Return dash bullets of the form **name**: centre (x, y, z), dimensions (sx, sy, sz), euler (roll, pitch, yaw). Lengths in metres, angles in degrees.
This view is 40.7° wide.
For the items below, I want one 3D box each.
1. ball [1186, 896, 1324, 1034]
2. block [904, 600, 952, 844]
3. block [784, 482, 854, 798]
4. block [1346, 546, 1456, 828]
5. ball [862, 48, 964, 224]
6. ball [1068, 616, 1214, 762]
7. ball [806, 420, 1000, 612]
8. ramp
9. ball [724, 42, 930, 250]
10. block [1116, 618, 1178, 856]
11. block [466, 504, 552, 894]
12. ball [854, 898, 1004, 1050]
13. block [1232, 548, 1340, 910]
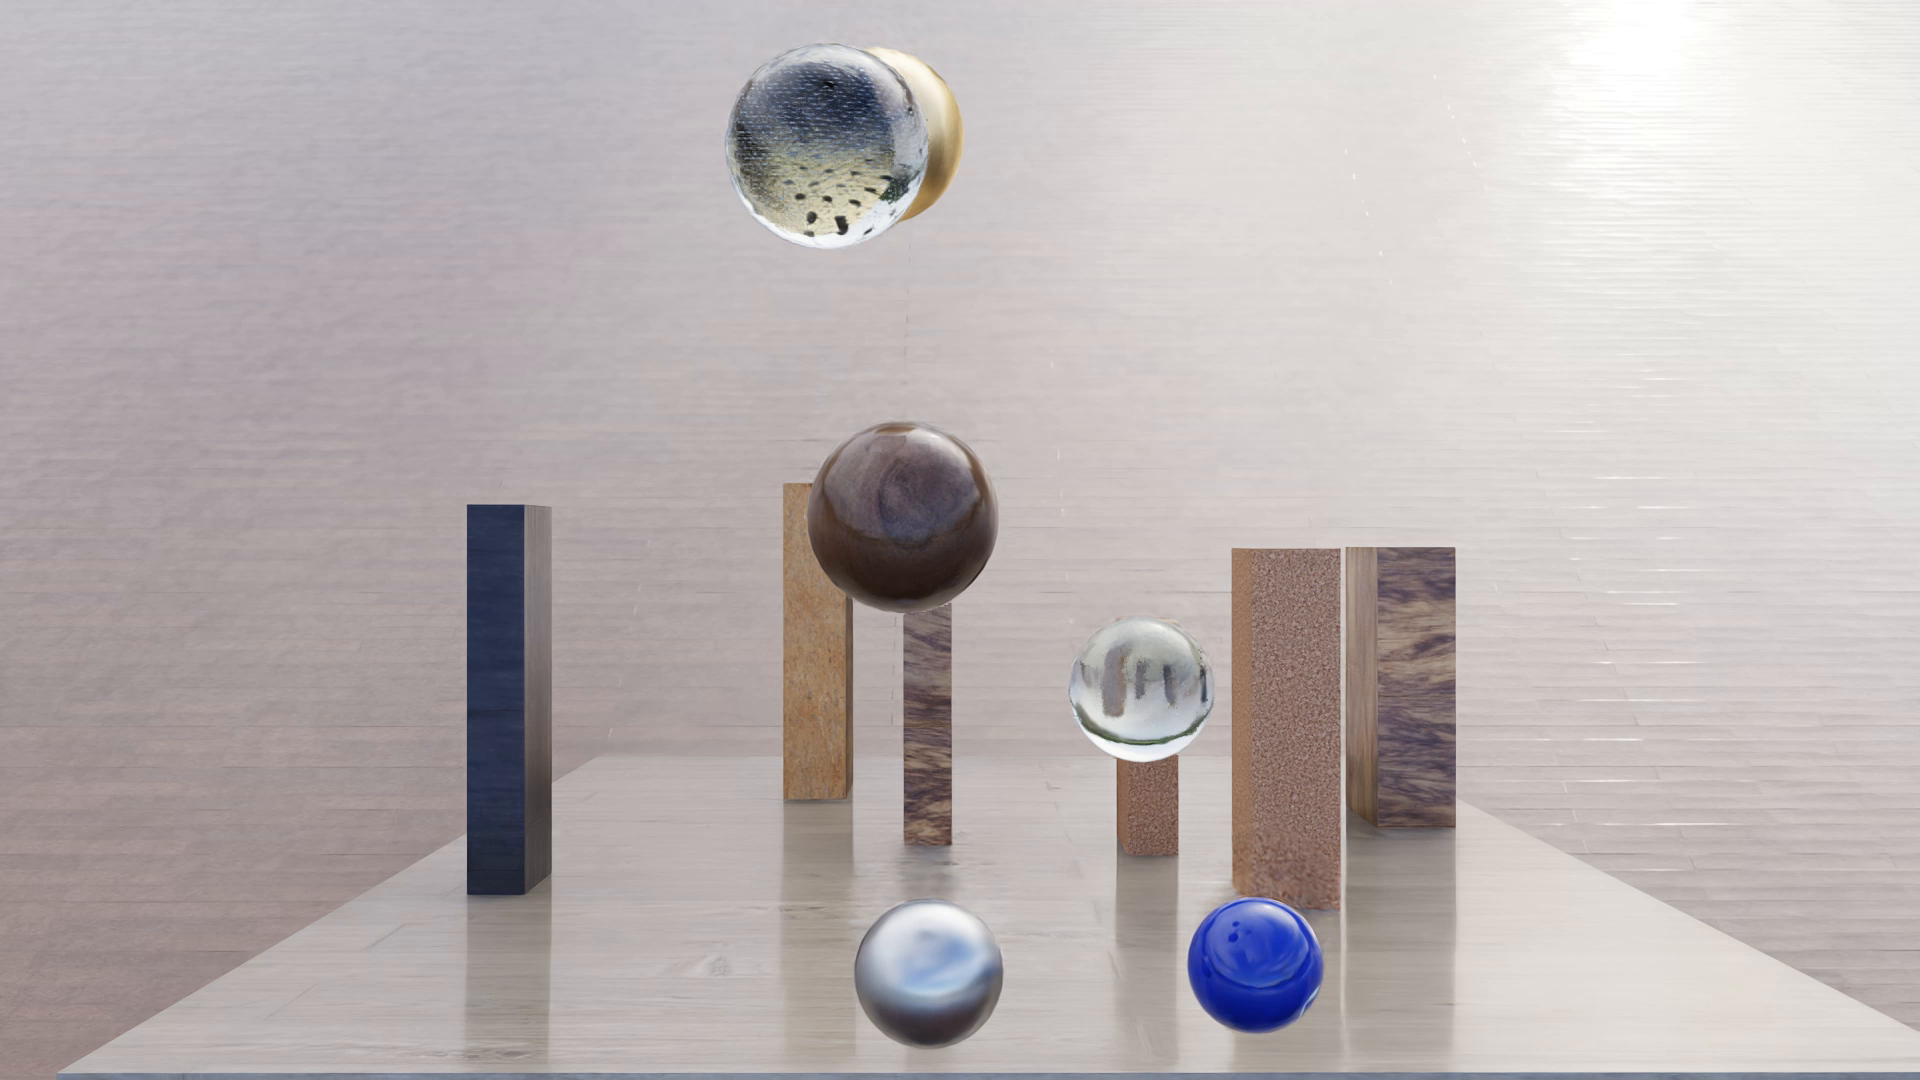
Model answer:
- **ball**: centre (0.305, 0.439, 2.672), dimensions (0.140, 0.140, 0.140), euler (0, 30, 0)
- **block**: centre (-0.059, 0.304, 4.839), dimensions (0.087, 0.498, 0.274), euler (0, 0, 0)
- **block**: centre (-0.312, 0.217, 5.749), dimensions (0.134, 0.678, 0.400), euler (0, 0, 0)
- **block**: centre (0.877, 0.284, 5.179), dimensions (0.150, 0.540, 0.415), euler (0, 0, 0)
- **ball**: centre (-0.087, -0.417, 2.677), dimensions (0.182, 0.182, 0.182), euler (0, 30, 0)
- **ball**: centre (0.214, 0.176, 3.056), dimensions (0.171, 0.171, 0.171), euler (0, 30, 0)
- **ball**: centre (-0.054, -0.022, 2.437), dimensions (0.181, 0.181, 0.181), euler (0, 30, 0)
- **ramp**: centre (0.068, 0.603, 4.666), dimensions (2.000, 0.100, 4.000), euler (0, 0, 0)
- **ball**: centre (-0.126, -0.372, 2.446), dimensions (0.193, 0.193, 0.193), euler (0, 30, 0)
- **block**: centre (0.339, 0.349, 4.701), dimensions (0.089, 0.407, 0.324), euler (0, 0, 0)
- **block**: centre (-0.723, 0.248, 4.163), dimensions (0.090, 0.607, 0.271), euler (0, 0, 0)
- **ball**: centre (-0.032, 0.444, 2.651), dimensions (0.153, 0.153, 0.153), euler (0, 30, 0)
- **block**: centre (0.501, 0.282, 3.997), dimensions (0.132, 0.538, 0.289), euler (0, 0, 0)
